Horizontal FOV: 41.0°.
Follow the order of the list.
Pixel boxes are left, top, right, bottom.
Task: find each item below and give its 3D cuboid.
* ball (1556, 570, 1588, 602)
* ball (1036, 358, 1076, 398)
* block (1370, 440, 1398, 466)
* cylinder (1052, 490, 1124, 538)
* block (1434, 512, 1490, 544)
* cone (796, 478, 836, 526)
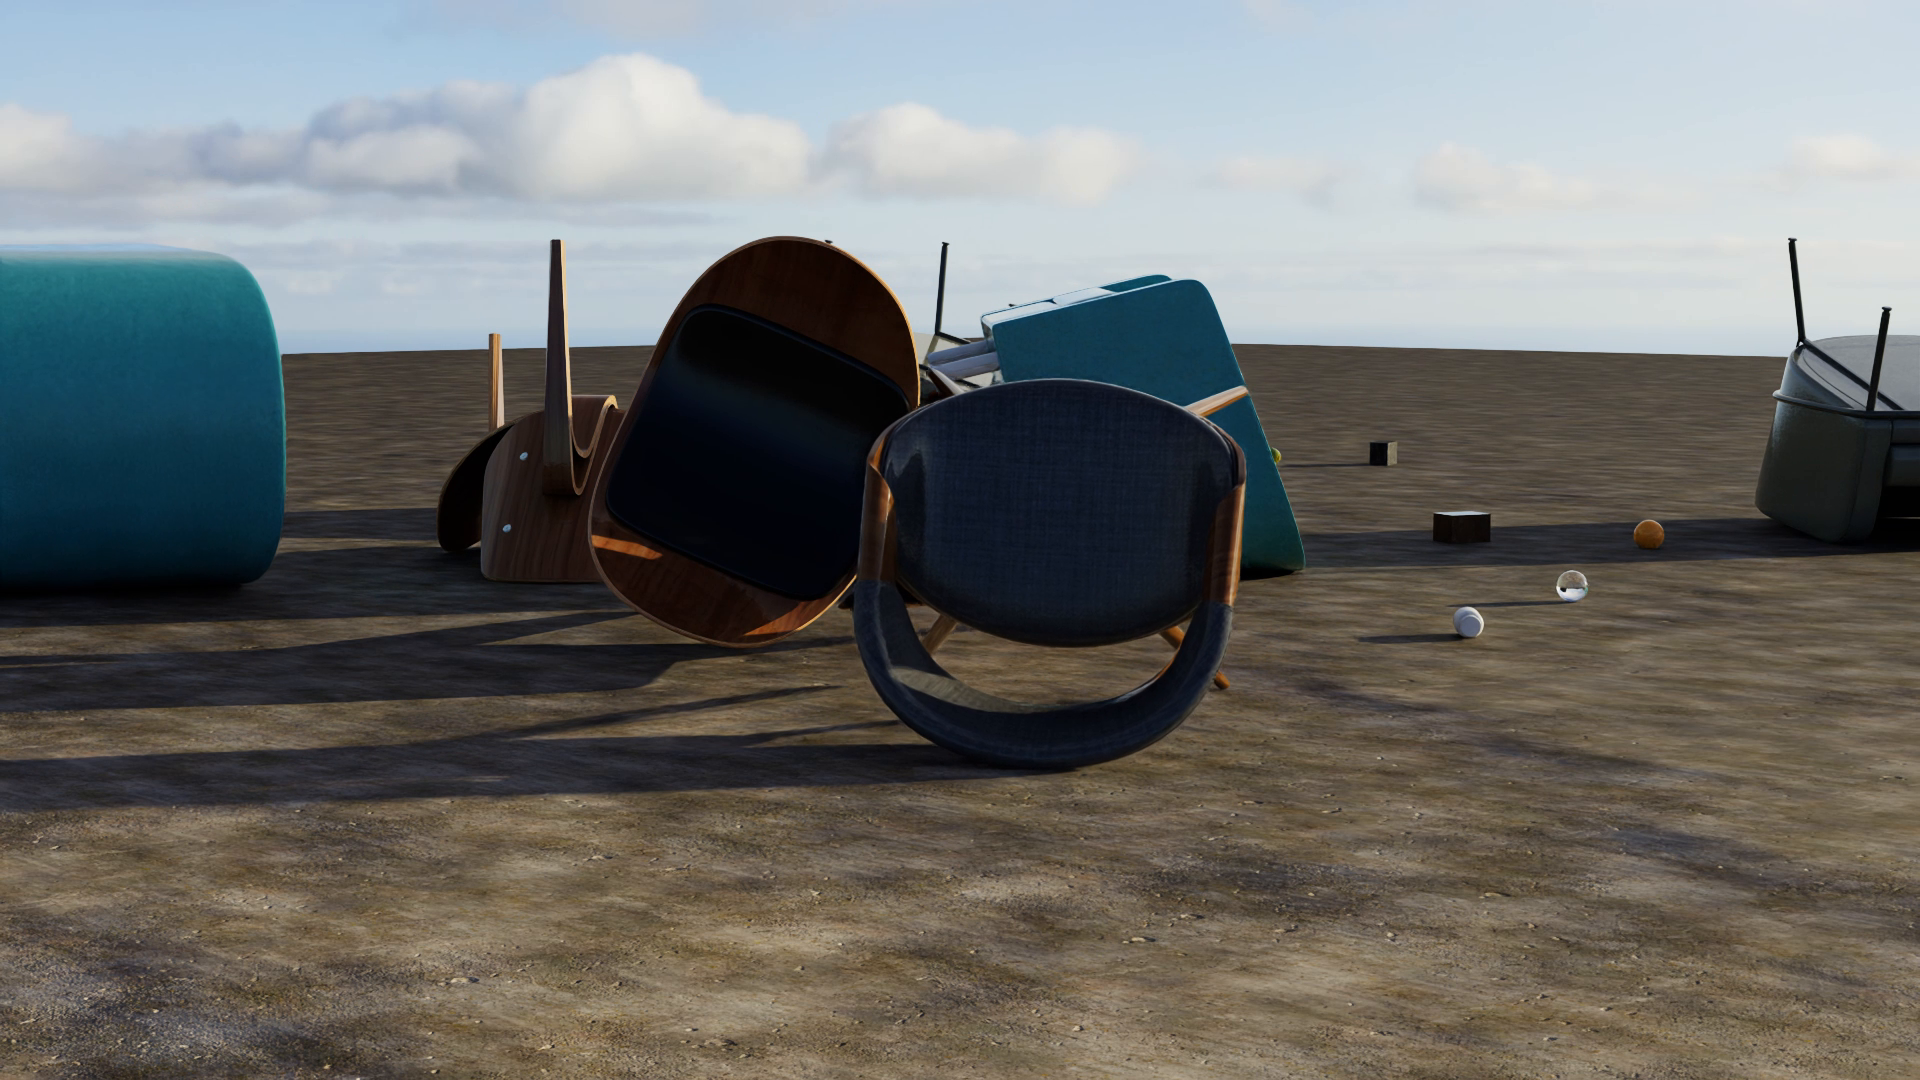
[{"bbox_3d":[1.239,0.094,5.191,0.064,0.064,0.064,0,6,0],"label":"ball"},{"bbox_3d":[0.517,-0.871,13.825,0.213,0.213,0.213,0,6,0],"label":"ball"},{"bbox_3d":[1.482,-0.304,8.982,0.064,0.079,0.115,3,7,26],"label":"block"},{"bbox_3d":[0.321,-0.067,6.472,0.172,0.113,0.134,0,-31,-3],"label":"cylinder"},{"bbox_3d":[1.247,-0.031,6.377,0.114,0.070,0.080,-3,6,-24],"label":"block"},{"bbox_3d":[-0.387,-0.107,6.852,0.096,0.122,0.140,3,7,29],"label":"cone"}]
